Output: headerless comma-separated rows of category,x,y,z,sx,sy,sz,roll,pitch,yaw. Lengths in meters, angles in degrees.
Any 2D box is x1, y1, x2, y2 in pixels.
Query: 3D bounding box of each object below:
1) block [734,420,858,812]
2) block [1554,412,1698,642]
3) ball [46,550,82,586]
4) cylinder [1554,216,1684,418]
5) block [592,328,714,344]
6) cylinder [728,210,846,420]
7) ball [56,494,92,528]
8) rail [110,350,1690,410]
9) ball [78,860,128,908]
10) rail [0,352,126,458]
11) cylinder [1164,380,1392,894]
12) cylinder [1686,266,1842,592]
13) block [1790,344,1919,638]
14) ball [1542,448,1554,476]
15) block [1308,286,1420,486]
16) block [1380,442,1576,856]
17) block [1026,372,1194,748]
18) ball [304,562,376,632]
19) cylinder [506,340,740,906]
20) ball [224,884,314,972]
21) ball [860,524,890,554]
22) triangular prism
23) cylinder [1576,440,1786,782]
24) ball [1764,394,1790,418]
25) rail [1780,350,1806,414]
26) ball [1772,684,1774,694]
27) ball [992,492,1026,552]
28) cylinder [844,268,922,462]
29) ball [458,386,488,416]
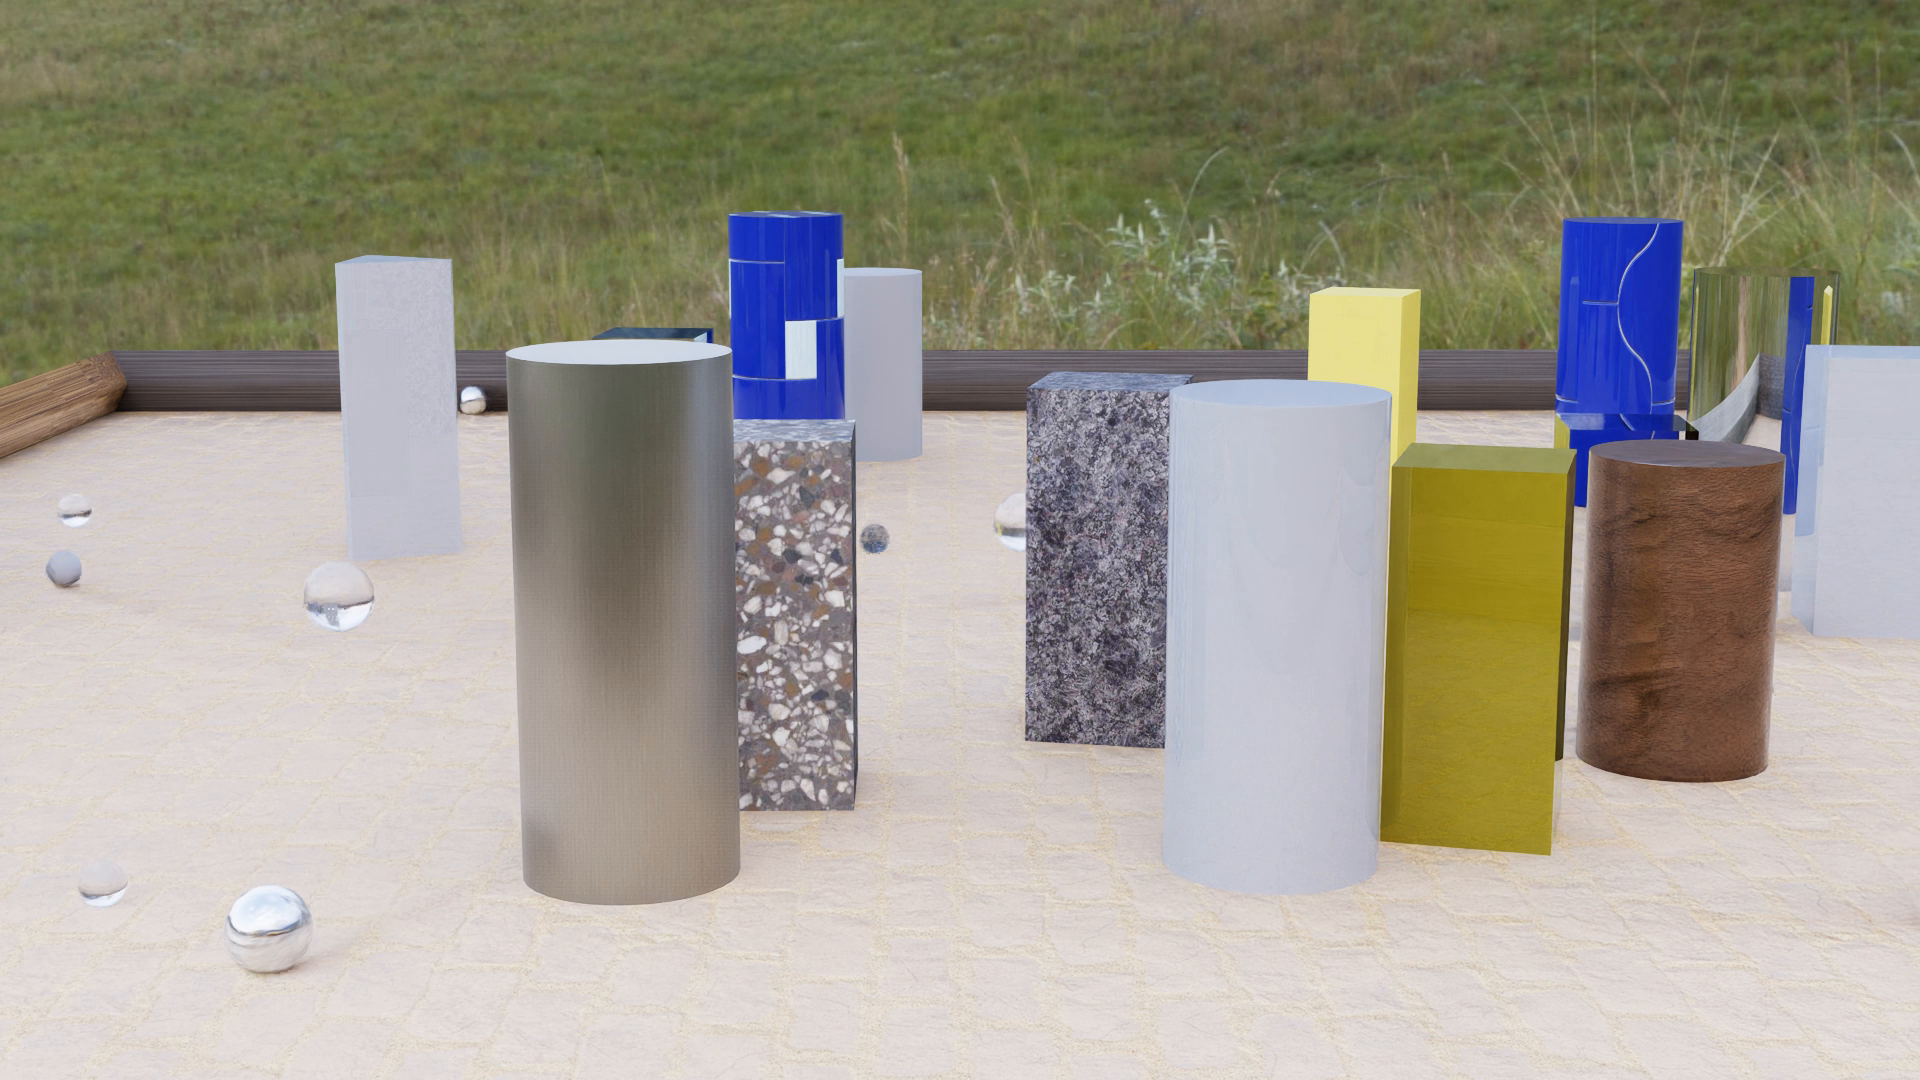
block,-0.185,0.072,2.583,0.159,0.369,0.159,0,10,-1
block,0.856,-0.017,3.328,0.159,0.274,0.159,1,11,6
ball,-1.269,0.040,3.633,0.050,0.050,0.050,0,10,0
cylinder,1.117,-0.308,4.365,0.198,0.469,0.198,0,10,0
block,-0.478,-0.168,4.029,0.159,0.315,0.159,1,11,5
cylinder,-0.300,-0.328,4.458,0.198,0.474,0.198,0,10,0
ball,-1.413,-0.047,4.093,0.053,0.053,0.053,0,10,0
rail,-0.012,-0.336,5.445,3.585,0.129,0.045,0,10,0
ball,-0.751,0.301,2.246,0.041,0.041,0.041,0,10,0
rail,-1.769,0.035,3.439,0.045,0.129,4.109,0,10,0
cylinder,0.287,0.083,2.339,0.198,0.437,0.198,0,10,0
cylinder,1.136,-0.162,3.650,0.198,0.440,0.198,0,10,0
block,1.192,-0.066,3.352,0.159,0.361,0.159,1,11,7
ball,1.070,-0.141,4.606,0.052,0.052,0.052,0,10,0
block,0.702,-0.262,4.468,0.159,0.340,0.159,4,11,21
block,0.498,0.099,2.459,0.159,0.361,0.159,3,11,16
block,0.165,0.018,2.826,0.159,0.387,0.159,2,11,12
ball,-0.808,0.074,3.338,0.091,0.091,0.091,0,10,0
cylinder,-0.300,0.068,2.306,0.198,0.477,0.198,0,10,0
ball,-0.562,0.316,2.086,0.071,0.071,0.071,0,10,0
ball,-0.129,-0.002,3.876,0.045,0.045,0.045,0,10,0
triangular prism,-0.865,-0.204,3.876,0.172,0.442,0.149,-5,12,-27
cylinder,0.758,0.070,2.705,0.198,0.328,0.198,0,10,0
ball,1.707,-0.279,5.356,0.051,0.051,0.051,0,10,0
rail,1.769,0.031,3.459,0.045,0.129,4.109,0,10,0
ball,0.889,0.166,2.910,0.066,0.066,0.066,0,10,0
ball,0.094,-0.027,3.883,0.091,0.091,0.091,0,10,0
cylinder,-0.170,-0.333,4.839,0.198,0.345,0.198,0,10,0
ball,-1.027,-0.294,5.408,0.061,0.061,0.061,0,10,0
